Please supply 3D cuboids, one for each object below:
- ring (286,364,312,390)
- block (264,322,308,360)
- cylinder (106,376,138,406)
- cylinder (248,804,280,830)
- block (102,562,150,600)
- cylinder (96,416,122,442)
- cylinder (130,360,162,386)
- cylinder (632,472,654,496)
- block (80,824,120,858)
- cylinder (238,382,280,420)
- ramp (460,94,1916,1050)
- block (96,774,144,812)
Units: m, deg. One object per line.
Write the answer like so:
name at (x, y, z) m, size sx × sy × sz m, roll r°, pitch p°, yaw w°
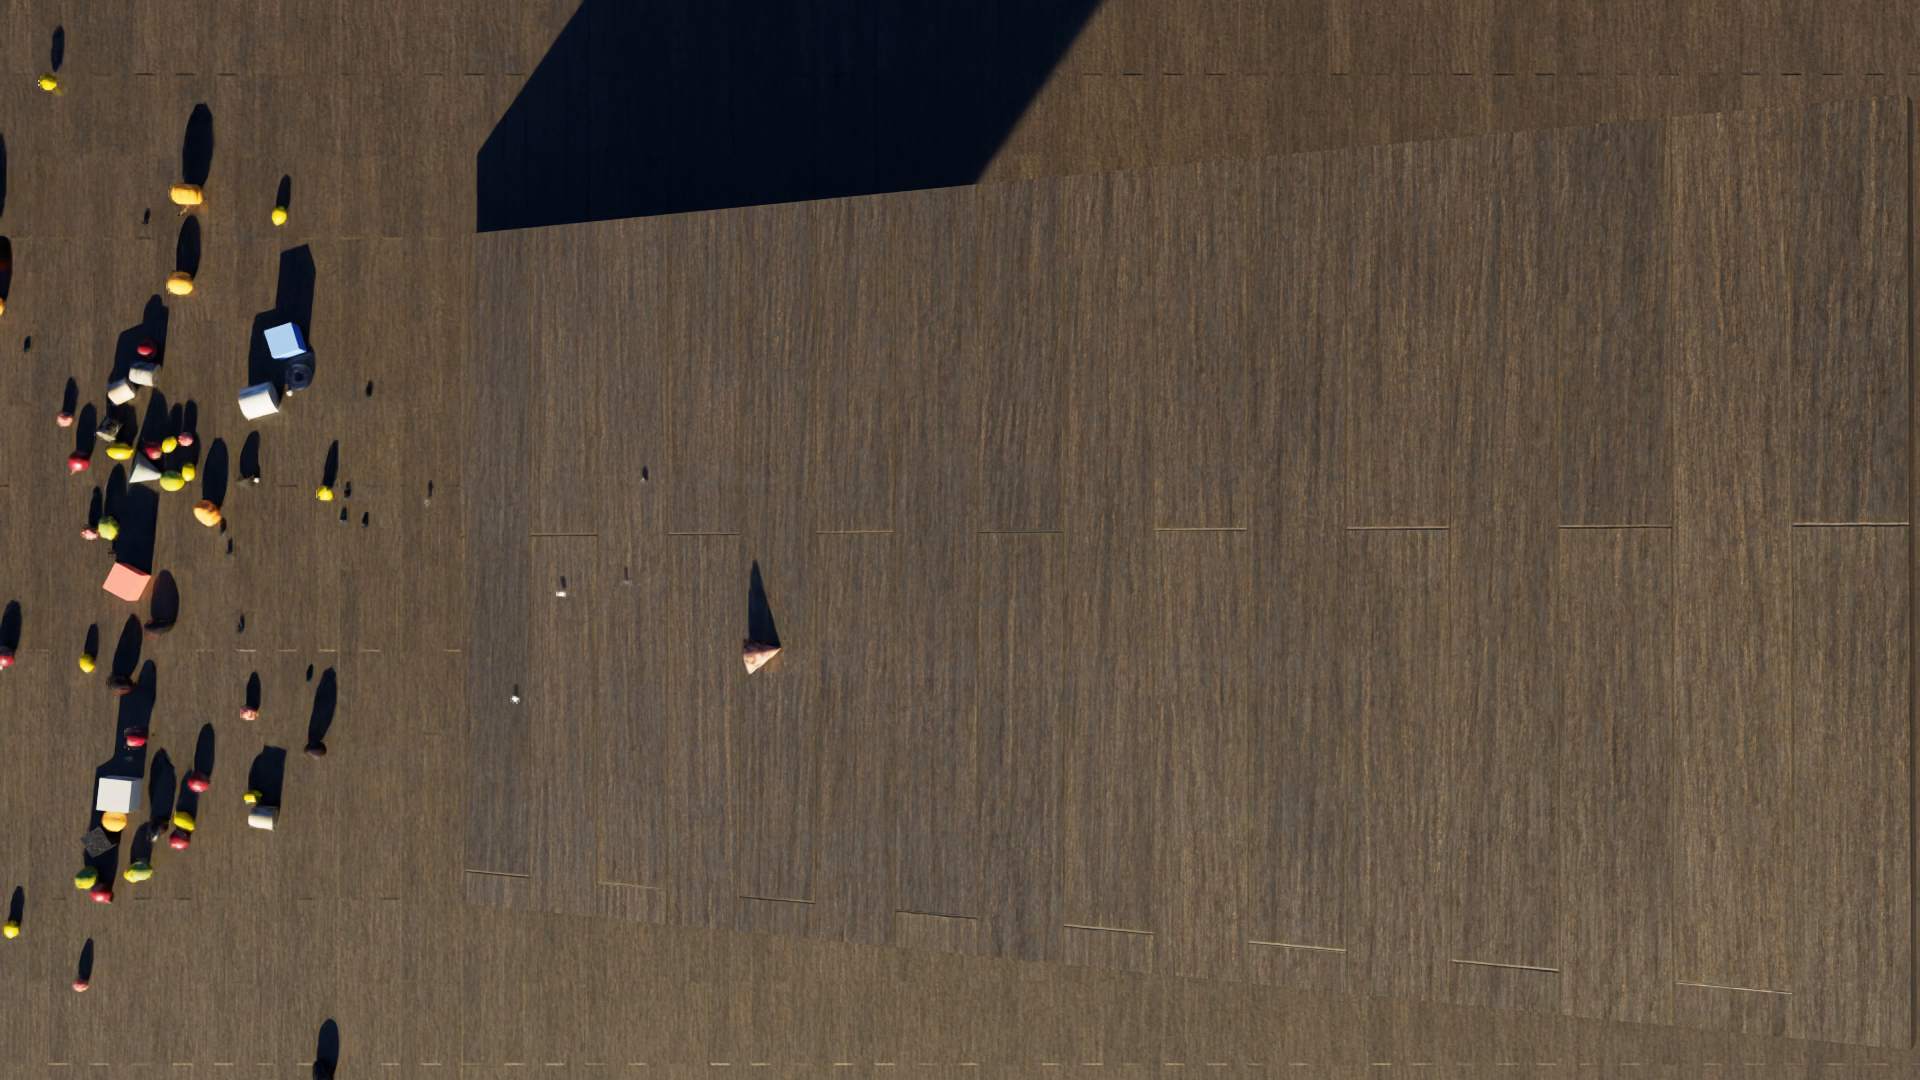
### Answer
ring at (-2.000, -0.493, 6.654) m, size 0.084 × 0.028 × 0.084 m, roll 0°, pitch 90°, yaw -1°
block at (-2.032, -0.598, 6.627) m, size 0.084 × 0.084 × 0.084 m, roll -18°, pitch 89°, yaw 0°
cylinder at (-2.529, -0.450, 6.635) m, size 0.065 × 0.065 × 0.065 m, roll -26°, pitch 89°, yaw 0°
cylinder at (-2.095, 0.833, 6.621) m, size 0.069 × 0.069 × 0.069 m, roll 8°, pitch 89°, yaw 0°
block at (-2.508, 0.125, 6.620) m, size 0.085 × 0.085 × 0.085 m, roll 28°, pitch 90°, yaw 0°
cylinder at (-2.567, -0.335, 6.631) m, size 0.054 × 0.054 × 0.054 m, roll 22°, pitch 67°, yaw 0°
cylinder at (-2.457, -0.503, 6.633) m, size 0.070 × 0.070 × 0.070 m, roll 11°, pitch 89°, yaw 0°
cylinder at (-0.898, -0.158, 6.232) m, size 0.060 × 0.060 × 0.060 m, roll 1°, pitch 85°, yaw -7°
block at (-2.588, 0.905, 6.620) m, size 0.069 × 0.069 × 0.069 m, roll -32°, pitch 90°, yaw 0°
cylinder at (-2.110, -0.420, 6.621) m, size 0.092 × 0.092 × 0.092 m, roll -16°, pitch 89°, yaw 0°
ramp at (0.271, 0.075, 5.631) m, size 4.000 × 0.100 × 2.000 m, roll 0°, pitch 89°, yaw 30°
block at (-2.524, 0.763, 6.608) m, size 0.095 × 0.095 × 0.095 m, roll 6°, pitch 89°, yaw 0°
